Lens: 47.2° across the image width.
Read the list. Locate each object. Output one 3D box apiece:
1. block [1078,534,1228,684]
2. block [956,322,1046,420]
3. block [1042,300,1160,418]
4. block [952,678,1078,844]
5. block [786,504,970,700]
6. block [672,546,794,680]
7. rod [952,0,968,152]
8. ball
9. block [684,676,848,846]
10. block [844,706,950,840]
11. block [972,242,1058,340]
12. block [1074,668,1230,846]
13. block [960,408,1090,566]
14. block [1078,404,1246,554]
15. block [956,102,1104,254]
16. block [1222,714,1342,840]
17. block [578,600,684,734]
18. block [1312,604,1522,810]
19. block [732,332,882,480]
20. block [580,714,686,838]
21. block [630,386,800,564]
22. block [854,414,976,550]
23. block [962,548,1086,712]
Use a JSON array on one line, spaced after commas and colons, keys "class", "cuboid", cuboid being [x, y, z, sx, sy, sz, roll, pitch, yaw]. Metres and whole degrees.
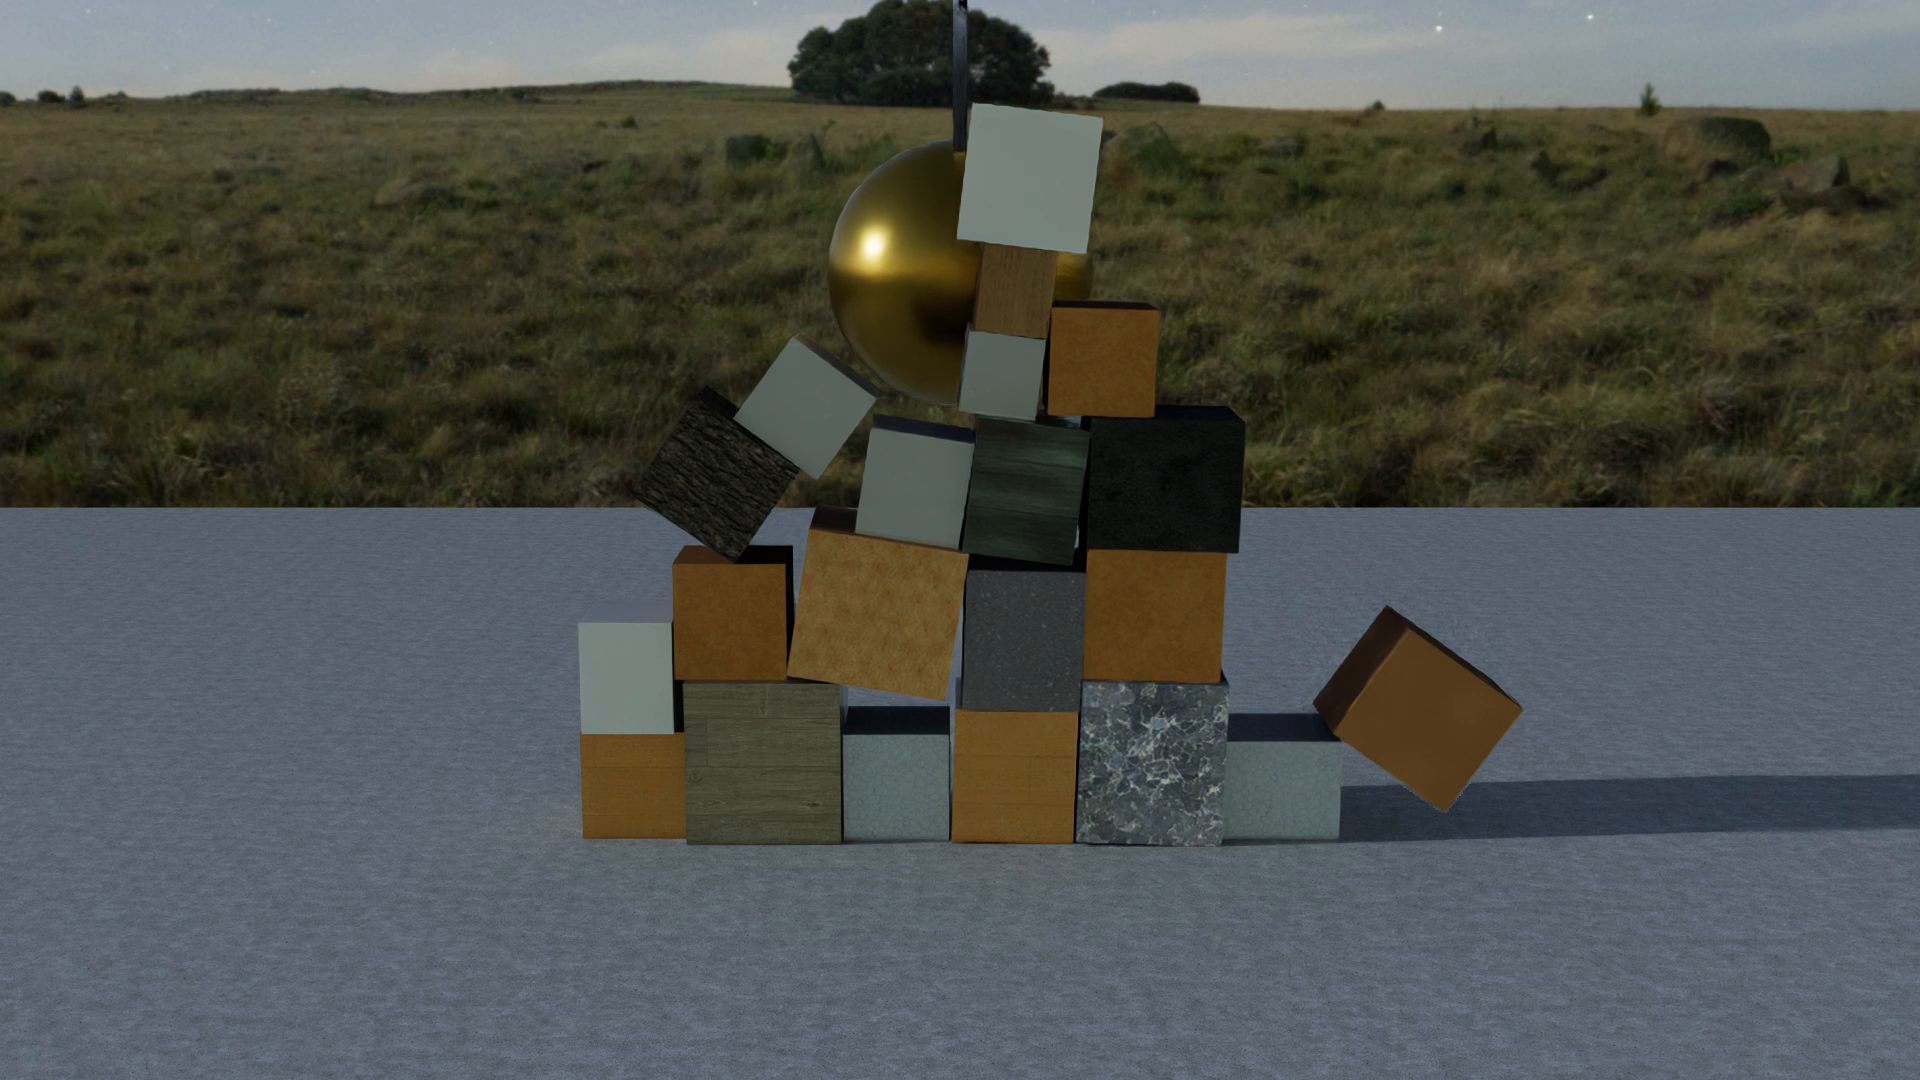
[{"class": "block", "cuboid": [0.961, 0.320, 11.235, 0.690, 0.665, 0.662, 2, 10, -1]}, {"class": "block", "cuboid": [0.204, -0.850, 11.042, 0.381, 0.403, 0.445, 7, 11, -3]}, {"class": "block", "cuboid": [0.696, -0.917, 11.041, 0.522, 0.527, 0.568, 2, 10, -2]}, {"class": "block", "cuboid": [0.275, 1.132, 11.369, 0.614, 0.687, 0.654, 2, 10, 0]}, {"class": "block", "cuboid": [-0.412, 0.305, 11.255, 0.799, 0.752, 0.753, 9, 10, -2]}, {"class": "block", "cuboid": [-1.150, 0.364, 11.228, 0.563, 0.591, 0.508, 0, 10, 0]}, {"class": "rod", "cuboid": [0.000, -4.461, 11.380, 0.080, 5.200, 0.080, 0, 33, 0]}, {"class": "ball", "cuboid": [0.000, -1.602, 13.222, 1.600, 1.600, 1.600, 0, 10, 0]}, {"class": "block", "cuboid": [-0.989, 1.061, 11.392, 0.780, 0.837, 0.754, 0, 10, 0]}, {"class": "block", "cuboid": [-0.321, 1.203, 11.400, 0.535, 0.555, 0.571, 0, 10, 0]}, {"class": "block", "cuboid": [0.271, -1.253, 10.946, 0.362, 0.434, 0.407, 6, 10, -3]}, {"class": "block", "cuboid": [0.962, 1.056, 11.368, 0.731, 0.831, 0.756, 2, 10, 0]}, {"class": "block", "cuboid": [0.321, -0.295, 11.122, 0.551, 0.677, 0.650, 7, 10, -2]}, {"class": "block", "cuboid": [1.006, -0.325, 11.119, 0.751, 0.647, 0.677, 2, 10, -1]}, {"class": "block", "cuboid": [0.342, -1.787, 10.867, 0.634, 0.655, 0.537, 7, 10, 0]}, {"class": "block", "cuboid": [1.629, 1.220, 11.413, 0.598, 0.515, 0.558, 0, 10, 0]}, {"class": "block", "cuboid": [-1.672, 0.647, 11.284, 0.463, 0.572, 0.549, 0, 10, 0]}, {"class": "block", "cuboid": [2.345, 0.855, 11.340, 0.706, 0.650, 0.622, 35, 8, -6]}, {"class": "block", "cuboid": [-0.759, -0.681, 11.057, 0.513, 0.504, 0.475, 36, 8, -4]}, {"class": "block", "cuboid": [-1.654, 1.202, 11.393, 0.531, 0.559, 0.497, 0, 10, 0]}, {"class": "block", "cuboid": [-1.213, -0.338, 11.115, 0.621, 0.579, 0.567, 35, 8, -7]}, {"class": "block", "cuboid": [-0.227, -0.305, 11.134, 0.520, 0.533, 0.557, 9, 10, -2]}, {"class": "block", "cuboid": [0.316, 0.445, 11.252, 0.592, 0.709, 0.677, 2, 10, -1]}]
